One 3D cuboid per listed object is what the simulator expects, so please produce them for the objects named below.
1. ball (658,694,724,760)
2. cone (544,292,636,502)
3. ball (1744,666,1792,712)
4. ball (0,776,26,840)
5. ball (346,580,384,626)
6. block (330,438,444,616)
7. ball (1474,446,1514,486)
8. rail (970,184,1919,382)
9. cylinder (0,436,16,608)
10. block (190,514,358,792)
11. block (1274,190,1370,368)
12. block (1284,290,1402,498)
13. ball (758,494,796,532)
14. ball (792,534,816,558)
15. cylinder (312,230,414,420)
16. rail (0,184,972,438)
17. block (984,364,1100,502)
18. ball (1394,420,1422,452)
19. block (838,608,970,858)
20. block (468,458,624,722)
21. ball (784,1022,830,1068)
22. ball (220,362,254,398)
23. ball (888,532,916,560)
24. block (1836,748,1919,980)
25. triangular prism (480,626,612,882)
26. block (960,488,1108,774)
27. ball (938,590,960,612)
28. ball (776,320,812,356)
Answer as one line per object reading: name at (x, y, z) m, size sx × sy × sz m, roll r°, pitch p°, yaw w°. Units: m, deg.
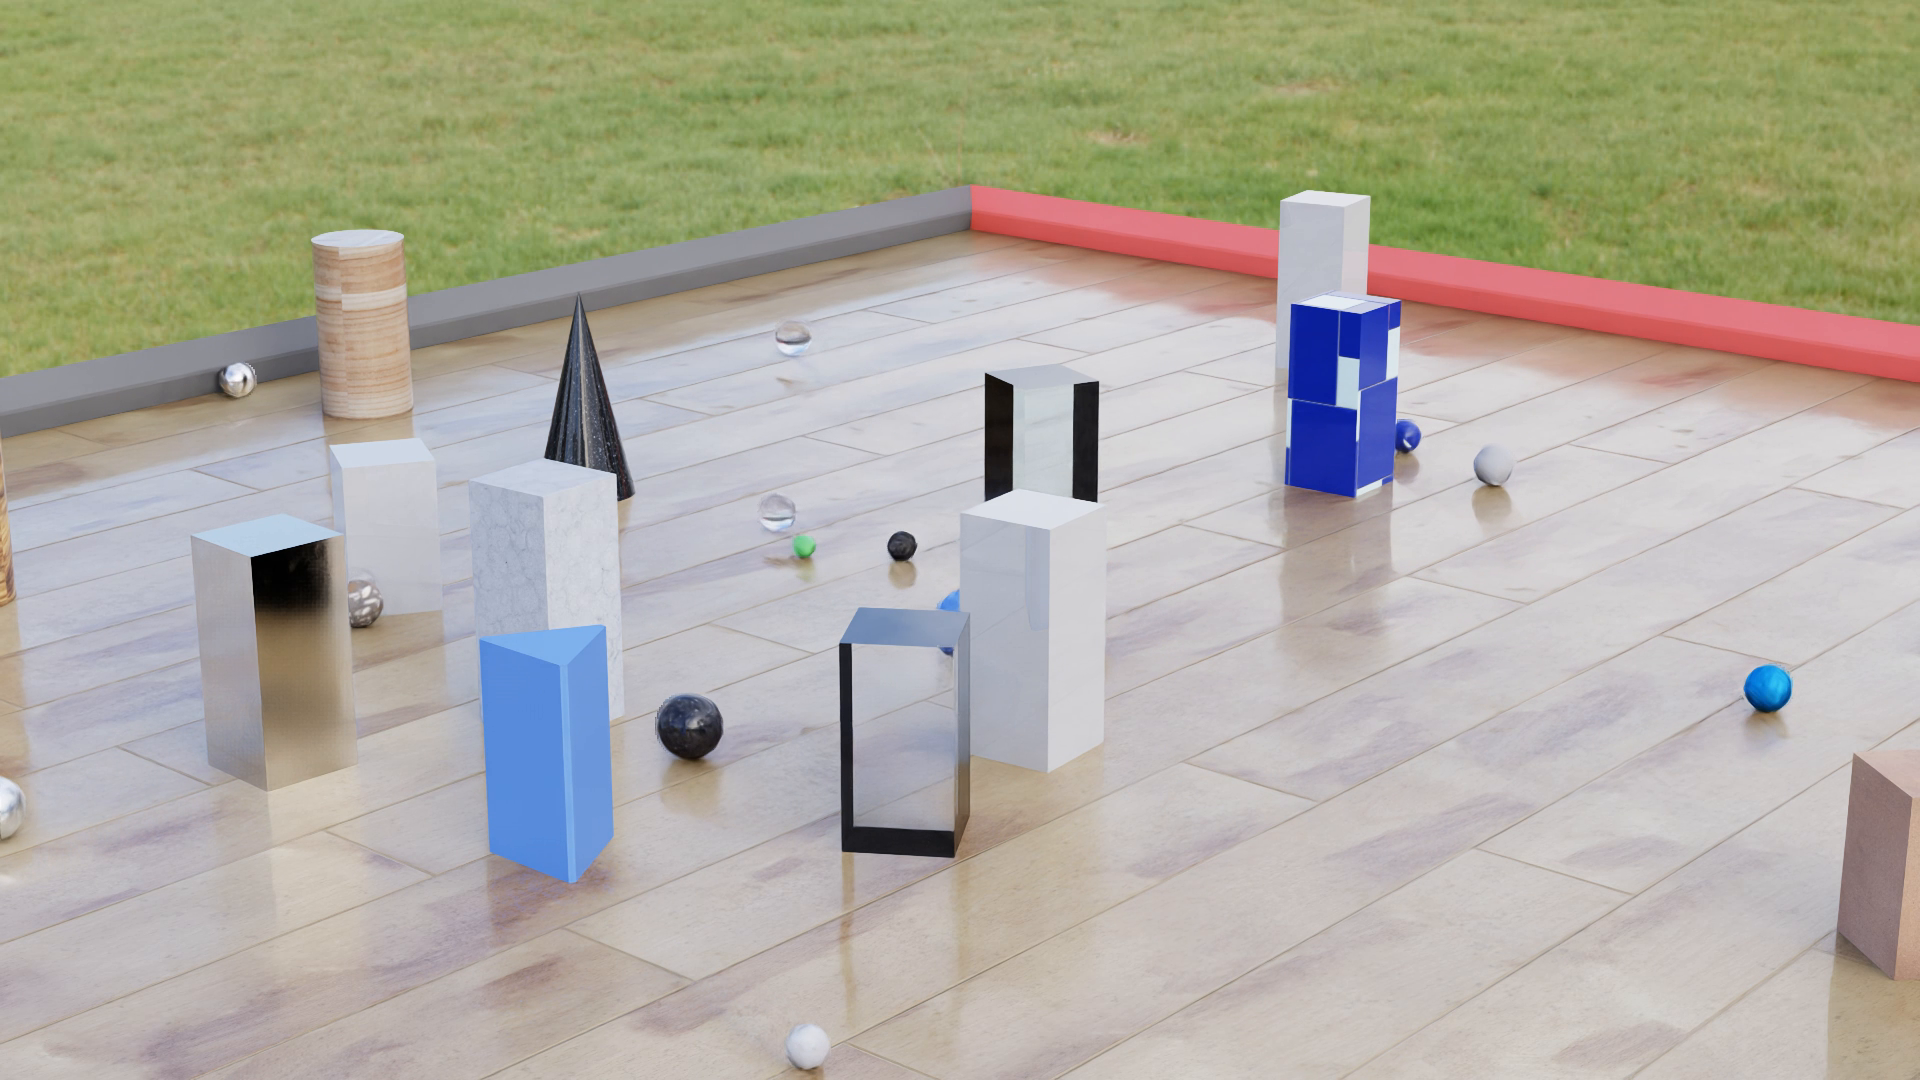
ball at (-0.401, 0.277, 4.362) m, size 0.098 × 0.098 × 0.098 m, roll 0°, pitch 17°, yaw 0°
cone at (-0.734, -0.287, 5.704) m, size 0.196 × 0.403 × 0.196 m, roll 0°, pitch 17°, yaw 0°
ball at (1.257, 0.231, 4.558) m, size 0.072 × 0.072 × 0.072 m, roll 0°, pitch 17°, yaw 0°
ball at (-1.341, 0.371, 4.063) m, size 0.090 × 0.090 × 0.090 m, roll 0°, pitch 17°, yaw 0°
ball at (-1.016, 0.107, 4.956) m, size 0.080 × 0.080 × 0.080 m, roll 0°, pitch 17°, yaw 0°
block at (-0.990, -0.022, 5.058) m, size 0.157 × 0.267 × 0.157 m, roll -6°, pitch 18°, yaw -19°
ball at (1.056, -0.147, 5.803) m, size 0.078 × 0.078 × 0.078 m, roll 0°, pitch 17°, yaw 0°
rail at (1.688, -0.529, 6.981) m, size 4.433 × 0.127 × 0.045 m, roll 14°, pitch 22°, yaw 39°
cylinder at (-1.744, -0.113, 5.037) m, size 0.196 × 0.455 × 0.196 m, roll 0°, pitch 17°, yaw 0°
block at (-1.003, 0.162, 4.294) m, size 0.157 × 0.356 × 0.157 m, roll 16°, pitch 23°, yaw 42°
block at (0.834, -0.593, 6.743) m, size 0.157 × 0.389 × 0.157 m, roll 9°, pitch 19°, yaw 28°
block at (0.754, -0.290, 5.776) m, size 0.157 × 0.366 × 0.157 m, roll 12°, pitch 21°, yaw 35°
ball at (-0.342, -0.051, 5.497) m, size 0.071 × 0.071 × 0.071 m, roll 0°, pitch 17°, yaw 0°
ball at (-0.284, 0.011, 5.342) m, size 0.042 × 0.042 × 0.042 m, roll 0°, pitch 17°, yaw 0°
cylinder at (-1.291, -0.466, 6.340) m, size 0.196 × 0.378 × 0.196 m, roll 0°, pitch 17°, yaw 0°
rail at (-1.656, -0.383, 6.497) m, size 0.045 × 0.127 × 5.197 m, roll 14°, pitch 22°, yaw 39°
block at (0.152, -0.163, 5.482) m, size 0.157 × 0.293 × 0.157 m, roll -8°, pitch 19°, yaw -26°
ball at (0.917, -0.214, 6.043) m, size 0.066 × 0.066 × 0.066 m, roll 0°, pitch 17°, yaw 0°
block at (-0.074, 0.264, 4.048) m, size 0.157 × 0.303 × 0.157 m, roll 2°, pitch 17°, yaw 8°
block at (-0.630, 0.090, 4.478) m, size 0.157 × 0.388 × 0.157 m, roll 12°, pitch 21°, yaw 35°
ball at (-0.177, 0.588, 3.408) m, size 0.053 × 0.053 × 0.053 m, roll 0°, pitch 17°, yaw 0°
ball at (-1.600, -0.353, 6.487) m, size 0.077 × 0.077 × 0.077 m, roll 0°, pitch 17°, yaw 0°
ball at (-0.105, 0.011, 5.321) m, size 0.053 × 0.053 × 0.053 m, roll 0°, pitch 17°, yaw 0°
block at (1.222, 0.404, 3.688) m, size 0.157 × 0.244 × 0.157 m, roll -3°, pitch 17°, yaw -10°
triangular prism at (-0.534, 0.280, 3.988) m, size 0.169 × 0.308 × 0.147 m, roll 14°, pitch 22°, yaw 39°
block at (0.108, 0.133, 4.362) m, size 0.157 × 0.374 × 0.157 m, roll 11°, pitch 20°, yaw 33°
ball at (0.010, 0.129, 4.857) m, size 0.096 × 0.096 × 0.096 m, roll 0°, pitch 17°, yaw 0°
ball at (-0.392, -0.475, 6.880) m, size 0.084 × 0.084 × 0.084 m, roll 0°, pitch 17°, yaw 0°
